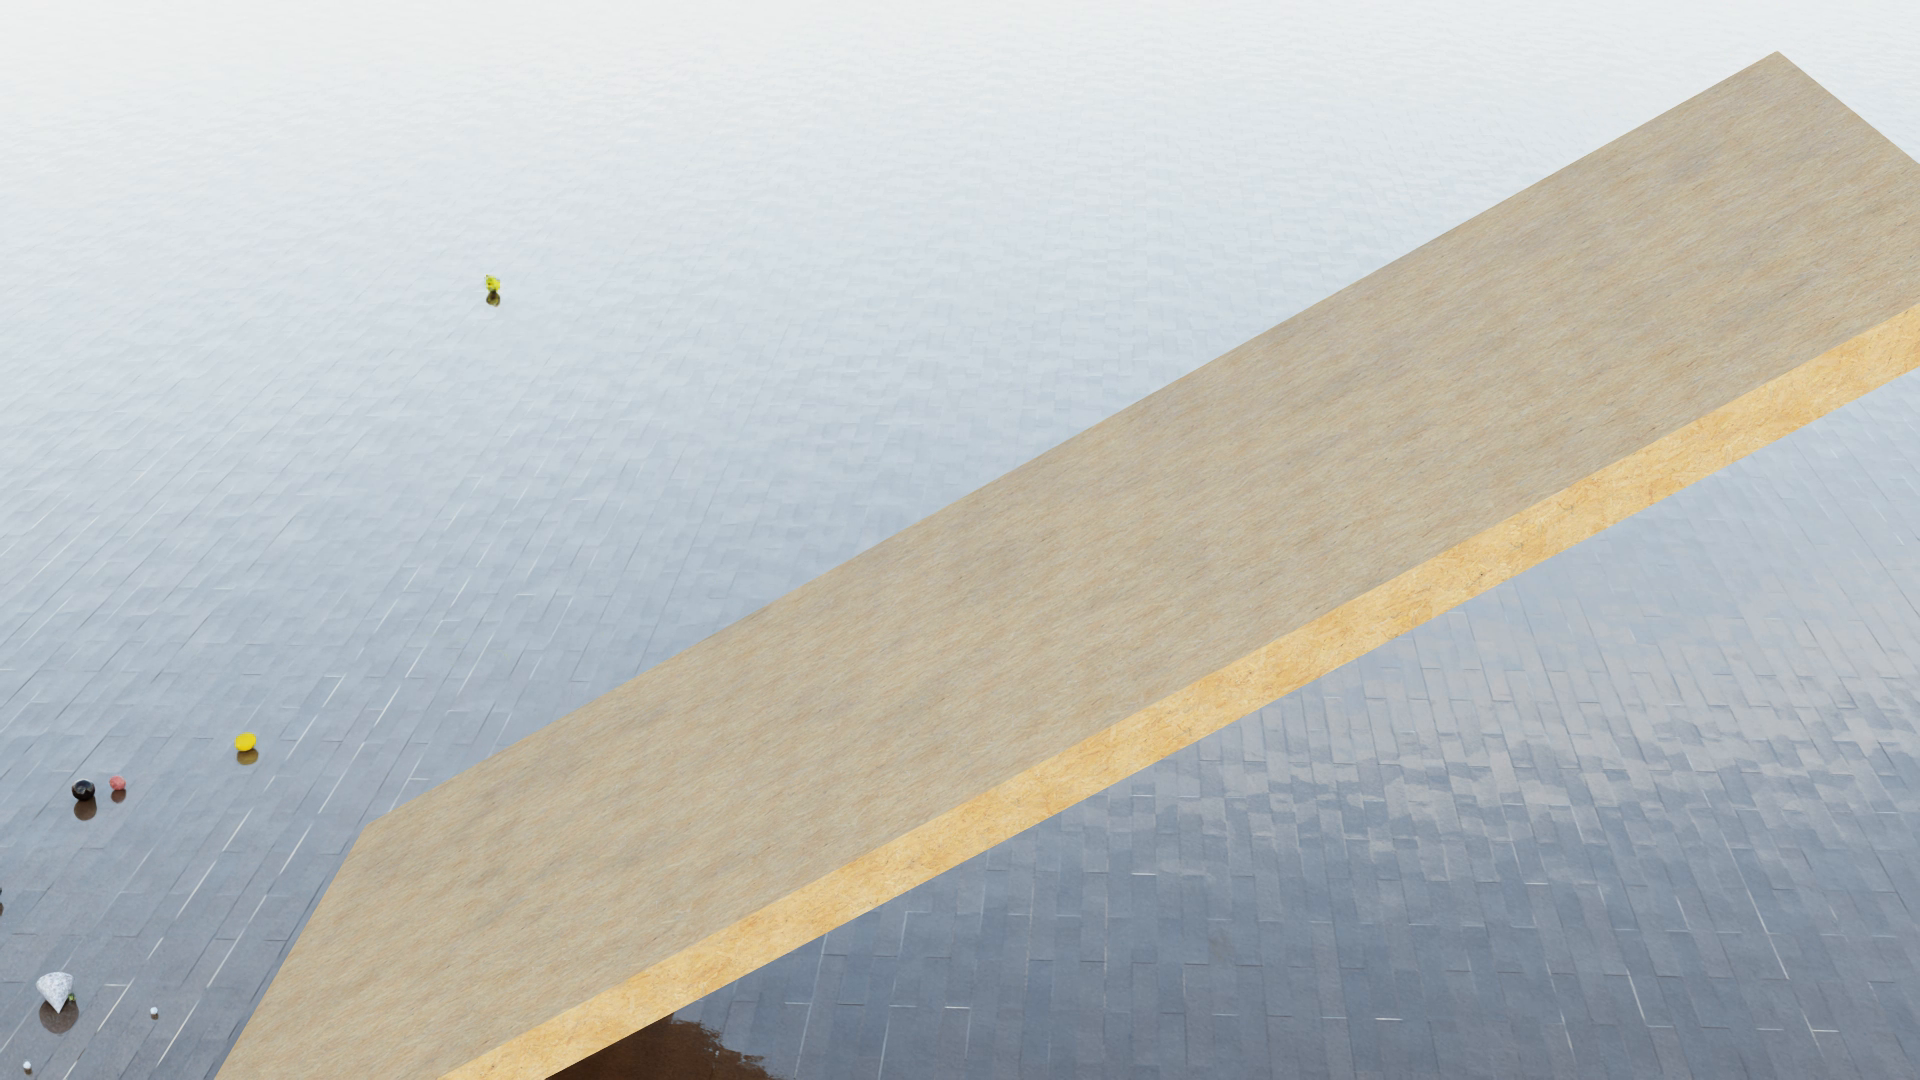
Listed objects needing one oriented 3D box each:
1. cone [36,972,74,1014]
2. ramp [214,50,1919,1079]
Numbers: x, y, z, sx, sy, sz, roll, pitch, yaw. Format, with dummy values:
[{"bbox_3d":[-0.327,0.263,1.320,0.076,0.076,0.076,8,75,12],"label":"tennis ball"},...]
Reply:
[{"bbox_3d":[-2.110,1.072,6.874,0.088,0.088,0.088,-6,46,-18],"label":"cone"},{"bbox_3d":[0.142,0.168,6.286,4.000,0.100,2.000,-29,15,12],"label":"ramp"}]
